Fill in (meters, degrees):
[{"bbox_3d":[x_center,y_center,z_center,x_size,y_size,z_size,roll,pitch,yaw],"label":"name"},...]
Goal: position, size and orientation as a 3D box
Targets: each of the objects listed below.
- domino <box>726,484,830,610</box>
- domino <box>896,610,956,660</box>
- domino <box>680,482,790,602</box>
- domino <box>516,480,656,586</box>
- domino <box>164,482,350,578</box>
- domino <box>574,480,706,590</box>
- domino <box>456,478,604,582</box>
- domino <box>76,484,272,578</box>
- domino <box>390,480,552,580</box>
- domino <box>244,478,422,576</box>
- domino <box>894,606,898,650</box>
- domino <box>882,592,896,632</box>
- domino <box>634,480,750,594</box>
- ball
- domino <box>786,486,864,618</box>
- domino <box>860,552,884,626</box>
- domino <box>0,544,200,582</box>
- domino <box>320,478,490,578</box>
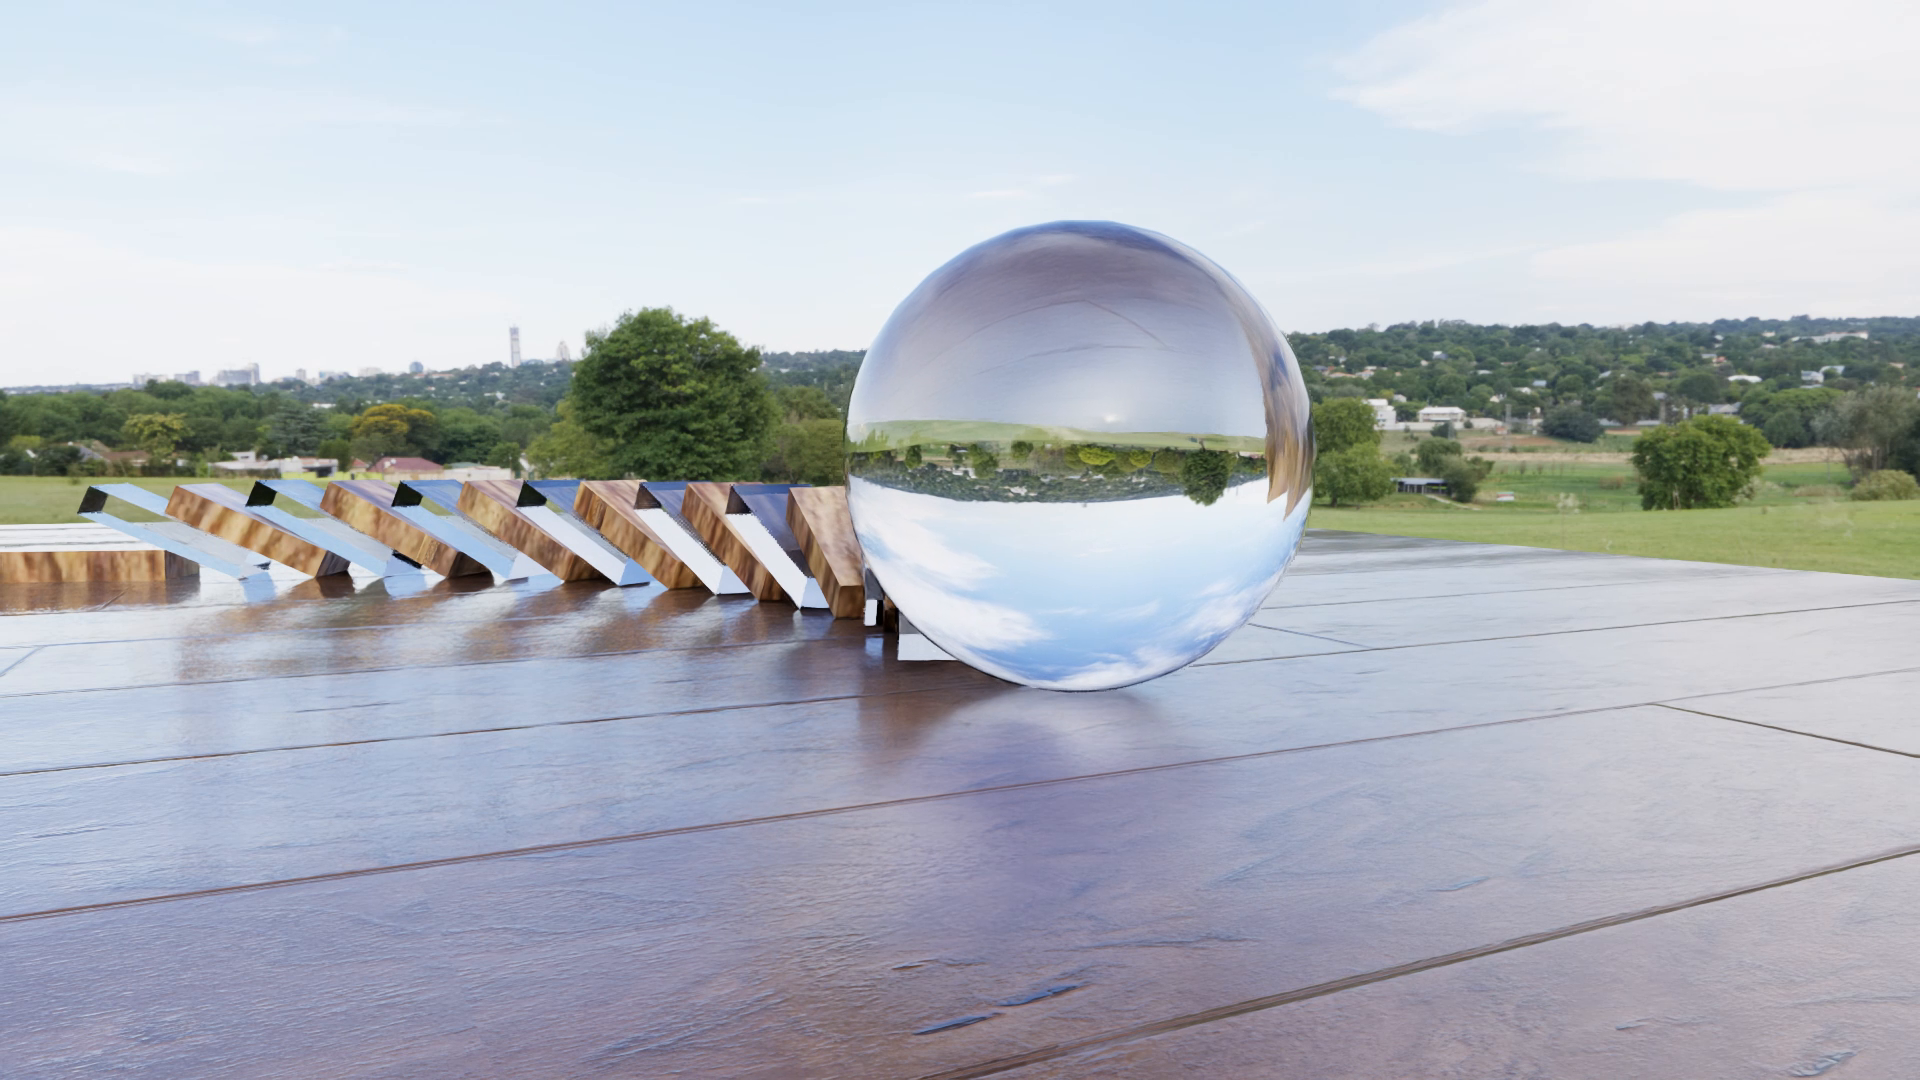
[{"bbox_3d":[-0.042,0.001,0.352,0.025,0.009,0.050,-3,32,-35],"label":"domino"},{"bbox_3d":[-0.001,0.001,0.265,0.025,0.050,0.010,0,-36,-6],"label":"domino"},{"bbox_3d":[-0.057,-0.001,0.369,0.025,0.010,0.050,-3,32,-39],"label":"domino"},{"bbox_3d":[-0.114,-0.003,0.406,0.050,0.010,0.025,32,19,25],"label":"domino"},{"bbox_3d":[-0.227,-0.004,0.419,0.050,0.009,0.025,24,3,-5],"label":"domino"},{"bbox_3d":[-0.094,-0.003,0.396,0.050,0.009,0.025,34,23,30],"label":"domino"},{"bbox_3d":[-0.135,-0.004,0.414,0.050,0.010,0.025,30,16,21],"label":"domino"},{"bbox_3d":[-0.250,-0.003,0.413,0.050,0.010,0.025,24,0,-10],"label":"domino"},{"bbox_3d":[-0.157,-0.004,0.420,0.050,0.010,0.025,29,13,15],"label":"domino"},{"bbox_3d":[-0.204,-0.004,0.422,0.050,0.009,0.025,27,6,2],"label":"domino"},{"bbox_3d":[-0.002,0.000,0.277,0.025,0.050,0.010,0,-36,-6],"label":"domino"},{"bbox_3d":[-0.006,-0.002,0.301,0.025,0.050,0.009,0,-36,-6],"label":"domino"},{"bbox_3d":[-0.074,-0.002,0.383,0.025,0.010,0.050,-4,33,-44],"label":"domino"},{"bbox_3d":[0.020,-0.014,0.220,0.080,0.080,0.080,0,4,0],"label":"ball"},{"bbox_3d":[-0.027,0.002,0.334,0.025,0.010,0.050,-2,31,-23],"label":"domino"},{"bbox_3d":[-0.012,-0.002,0.316,0.025,0.010,0.050,-1,48,-8],"label":"domino"},{"bbox_3d":[-0.275,0.007,0.409,0.050,0.010,0.025,-1,4,-9],"label":"domino"},{"bbox_3d":[-0.180,-0.004,0.422,0.050,0.009,0.025,27,9,8],"label":"domino"}]
